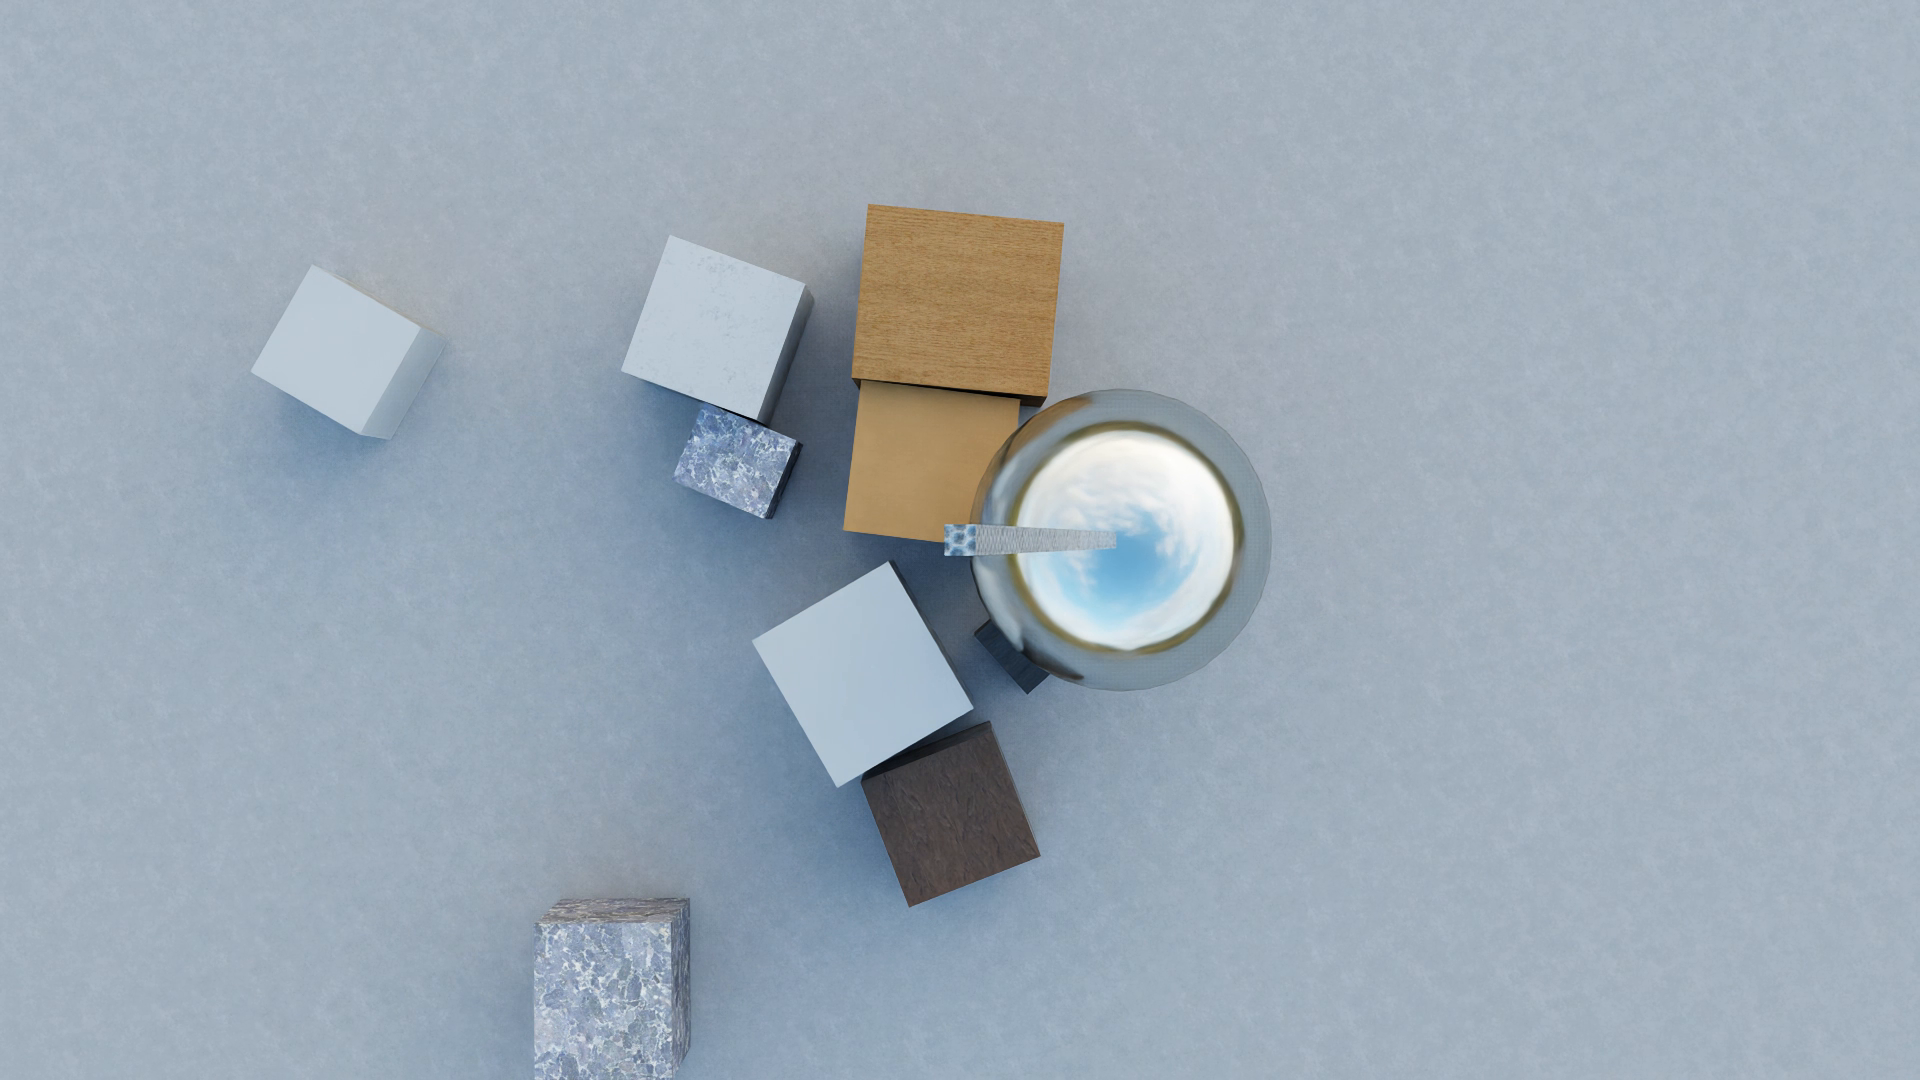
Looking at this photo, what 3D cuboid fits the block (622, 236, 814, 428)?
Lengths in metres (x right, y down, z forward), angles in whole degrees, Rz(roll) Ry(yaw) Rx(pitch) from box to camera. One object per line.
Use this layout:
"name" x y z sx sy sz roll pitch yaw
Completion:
"block" -1.369 -1.179 12.594 0.798 0.813 0.801 20 90 0

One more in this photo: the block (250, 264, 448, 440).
"block" -3.499 -1.068 12.664 0.706 0.672 0.693 30 90 0

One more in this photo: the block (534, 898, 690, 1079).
"block" -1.973 2.557 12.573 0.757 0.855 0.879 0 90 0

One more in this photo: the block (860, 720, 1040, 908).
"block" -0.053 1.557 12.629 0.789 0.741 0.750 -21 90 0

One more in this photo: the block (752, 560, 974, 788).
"block" -0.532 0.736 12.514 0.864 0.973 0.930 -30 90 0

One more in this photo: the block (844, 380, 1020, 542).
"block" -0.156 -0.415 12.560 0.884 0.879 0.836 7 90 0

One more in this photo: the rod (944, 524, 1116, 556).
"rod" 0.364 0.000 8.220 0.080 5.200 0.080 0 90 8

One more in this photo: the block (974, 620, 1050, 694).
"block" 0.414 0.552 12.761 0.487 0.477 0.449 -42 90 0

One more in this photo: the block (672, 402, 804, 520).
"block" -1.279 -0.452 12.718 0.564 0.564 0.478 23 90 0

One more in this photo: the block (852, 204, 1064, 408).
"block" -0.012 -1.310 12.510 1.079 0.981 0.954 6 90 0

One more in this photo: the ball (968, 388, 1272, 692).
"ball" 0.840 0.000 11.587 1.600 1.600 1.600 0 90 0
